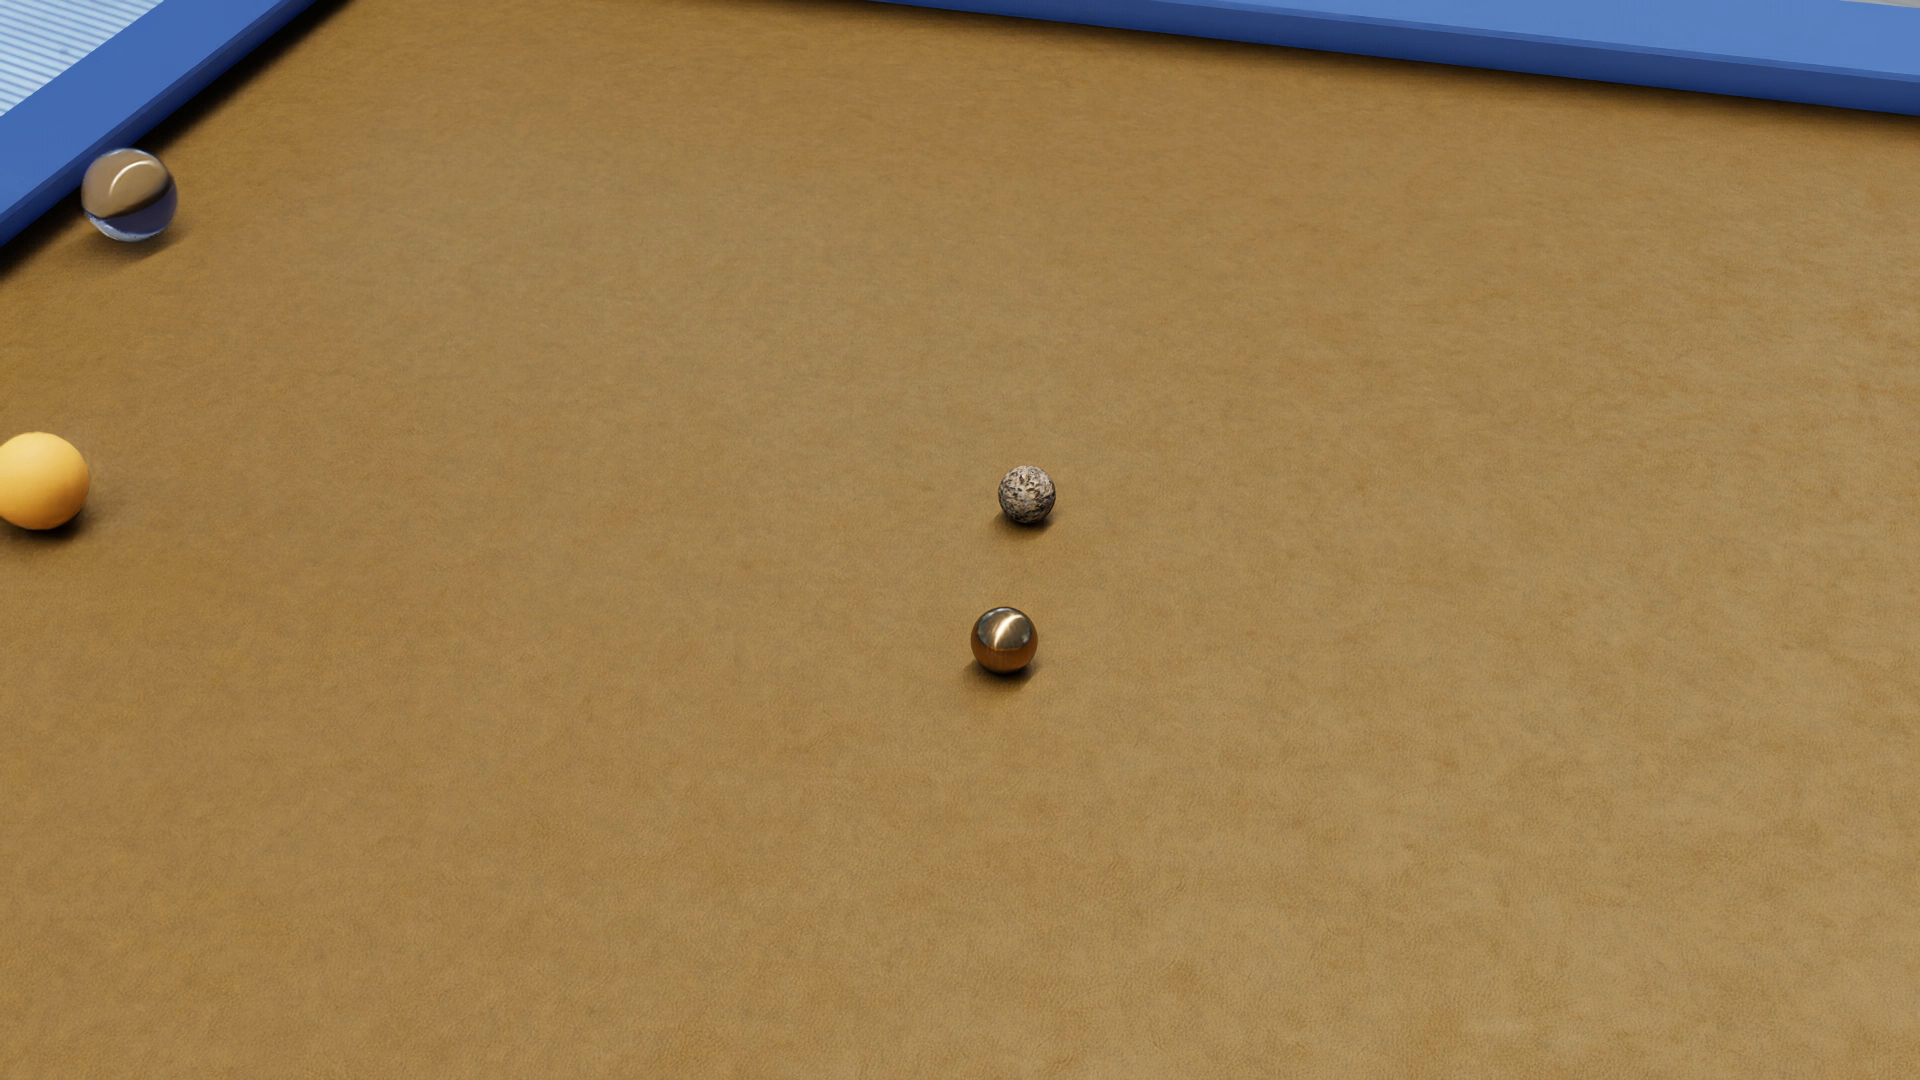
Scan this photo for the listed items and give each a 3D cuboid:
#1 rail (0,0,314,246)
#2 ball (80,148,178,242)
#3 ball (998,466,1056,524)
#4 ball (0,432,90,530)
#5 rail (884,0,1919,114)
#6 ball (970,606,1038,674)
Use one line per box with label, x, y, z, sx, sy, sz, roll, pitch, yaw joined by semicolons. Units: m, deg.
rail;-0.963;-0.176;2.175;0.045;0.114;2.162;9;35;13
ball;-0.785;-0.326;2.424;0.088;0.088;0.088;0;34;0
ball;0.053;-0.036;2.031;0.046;0.046;0.046;0;34;0
ball;-0.725;-0.046;2.018;0.077;0.077;0.077;0;34;0
rail;1.274;-0.435;2.561;4.098;0.114;0.045;9;35;13
ball;0.032;0.073;1.866;0.049;0.049;0.049;0;34;0
